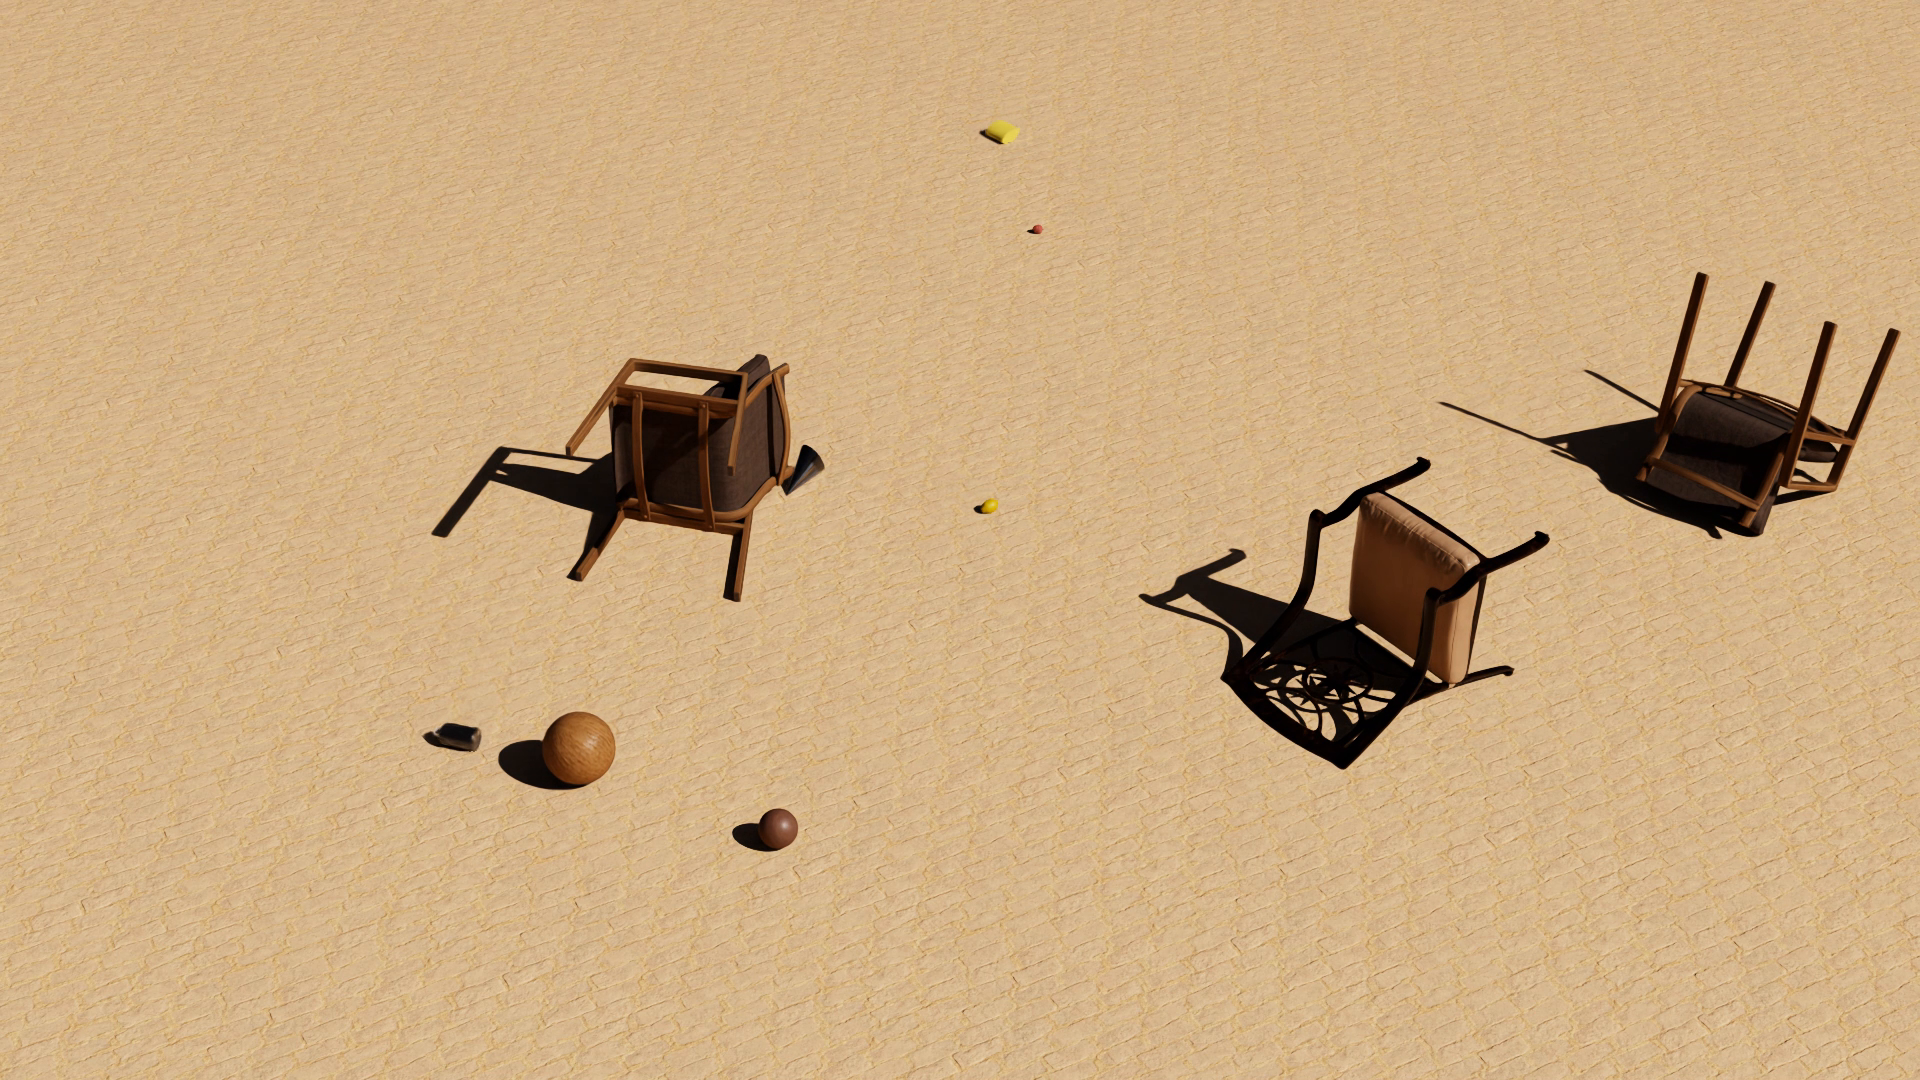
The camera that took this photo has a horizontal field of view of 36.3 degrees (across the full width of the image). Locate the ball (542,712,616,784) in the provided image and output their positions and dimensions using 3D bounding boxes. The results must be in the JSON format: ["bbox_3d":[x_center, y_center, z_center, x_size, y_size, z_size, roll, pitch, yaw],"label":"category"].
[{"bbox_3d":[-1.258,0.687,9.682,0.242,0.242,0.242,0,33,0],"label":"ball"}]

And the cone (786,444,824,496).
[{"bbox_3d":[-0.616,-0.241,11.246,0.092,0.152,0.202,11,54,35],"label":"cone"}]
